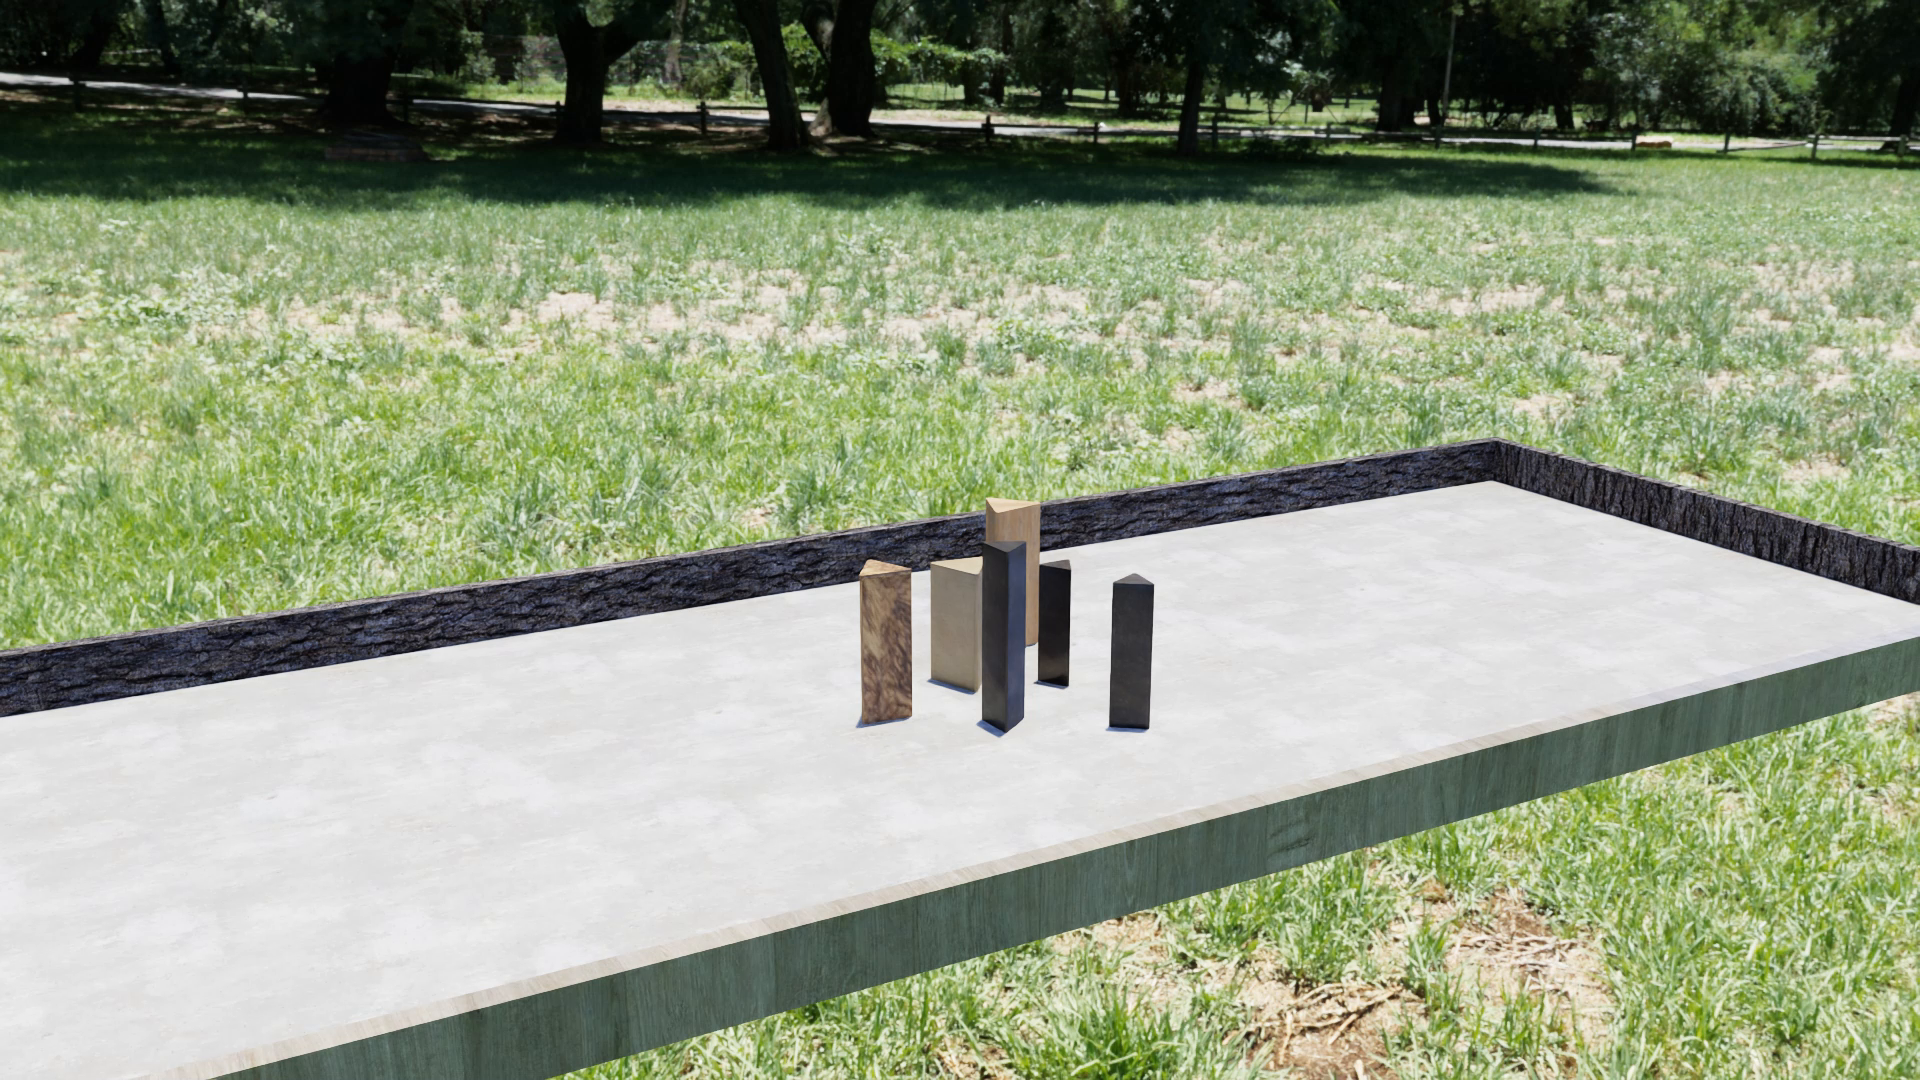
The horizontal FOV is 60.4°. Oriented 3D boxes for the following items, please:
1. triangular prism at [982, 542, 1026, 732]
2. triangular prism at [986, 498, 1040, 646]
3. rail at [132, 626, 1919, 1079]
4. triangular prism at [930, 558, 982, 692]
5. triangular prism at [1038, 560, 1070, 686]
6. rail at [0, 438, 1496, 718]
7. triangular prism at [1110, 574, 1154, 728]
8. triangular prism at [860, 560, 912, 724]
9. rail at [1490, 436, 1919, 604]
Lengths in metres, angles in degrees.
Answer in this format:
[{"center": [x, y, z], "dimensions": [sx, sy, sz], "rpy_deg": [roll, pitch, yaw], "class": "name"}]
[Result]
[{"center": [0.116, 0.219, 3.832], "dimensions": [0.086, 0.438, 0.100], "rpy_deg": [-11, 19, -32], "class": "triangular prism"}, {"center": [0.112, 0.087, 4.376], "dimensions": [0.149, 0.385, 0.129], "rpy_deg": [-13, 21, -38], "class": "triangular prism"}, {"center": [-2.336, 1.006, 1.665], "dimensions": [12.000, 0.150, 0.050], "rpy_deg": [-9, 18, -27], "class": "rail"}, {"center": [0.024, 0.202, 4.125], "dimensions": [0.148, 0.306, 0.128], "rpy_deg": [13, 21, 38], "class": "triangular prism"}, {"center": [0.252, 0.204, 4.120], "dimensions": [0.087, 0.306, 0.075], "rpy_deg": [9, 19, 29], "class": "triangular prism"}, {"center": [-3.305, 0.497, 3.399], "dimensions": [12.000, 0.150, 0.050], "rpy_deg": [-9, 18, -27], "class": "rail"}, {"center": [0.401, 0.258, 3.848], "dimensions": [0.094, 0.355, 0.081], "rpy_deg": [2, 17, 8], "class": "triangular prism"}, {"center": [-0.193, 0.236, 3.901], "dimensions": [0.127, 0.367, 0.110], "rpy_deg": [-7, 18, -23], "class": "triangular prism"}, {"center": [2.466, -0.048, 5.253], "dimensions": [0.050, 0.150, 2.100], "rpy_deg": [-9, 18, -27], "class": "rail"}]
